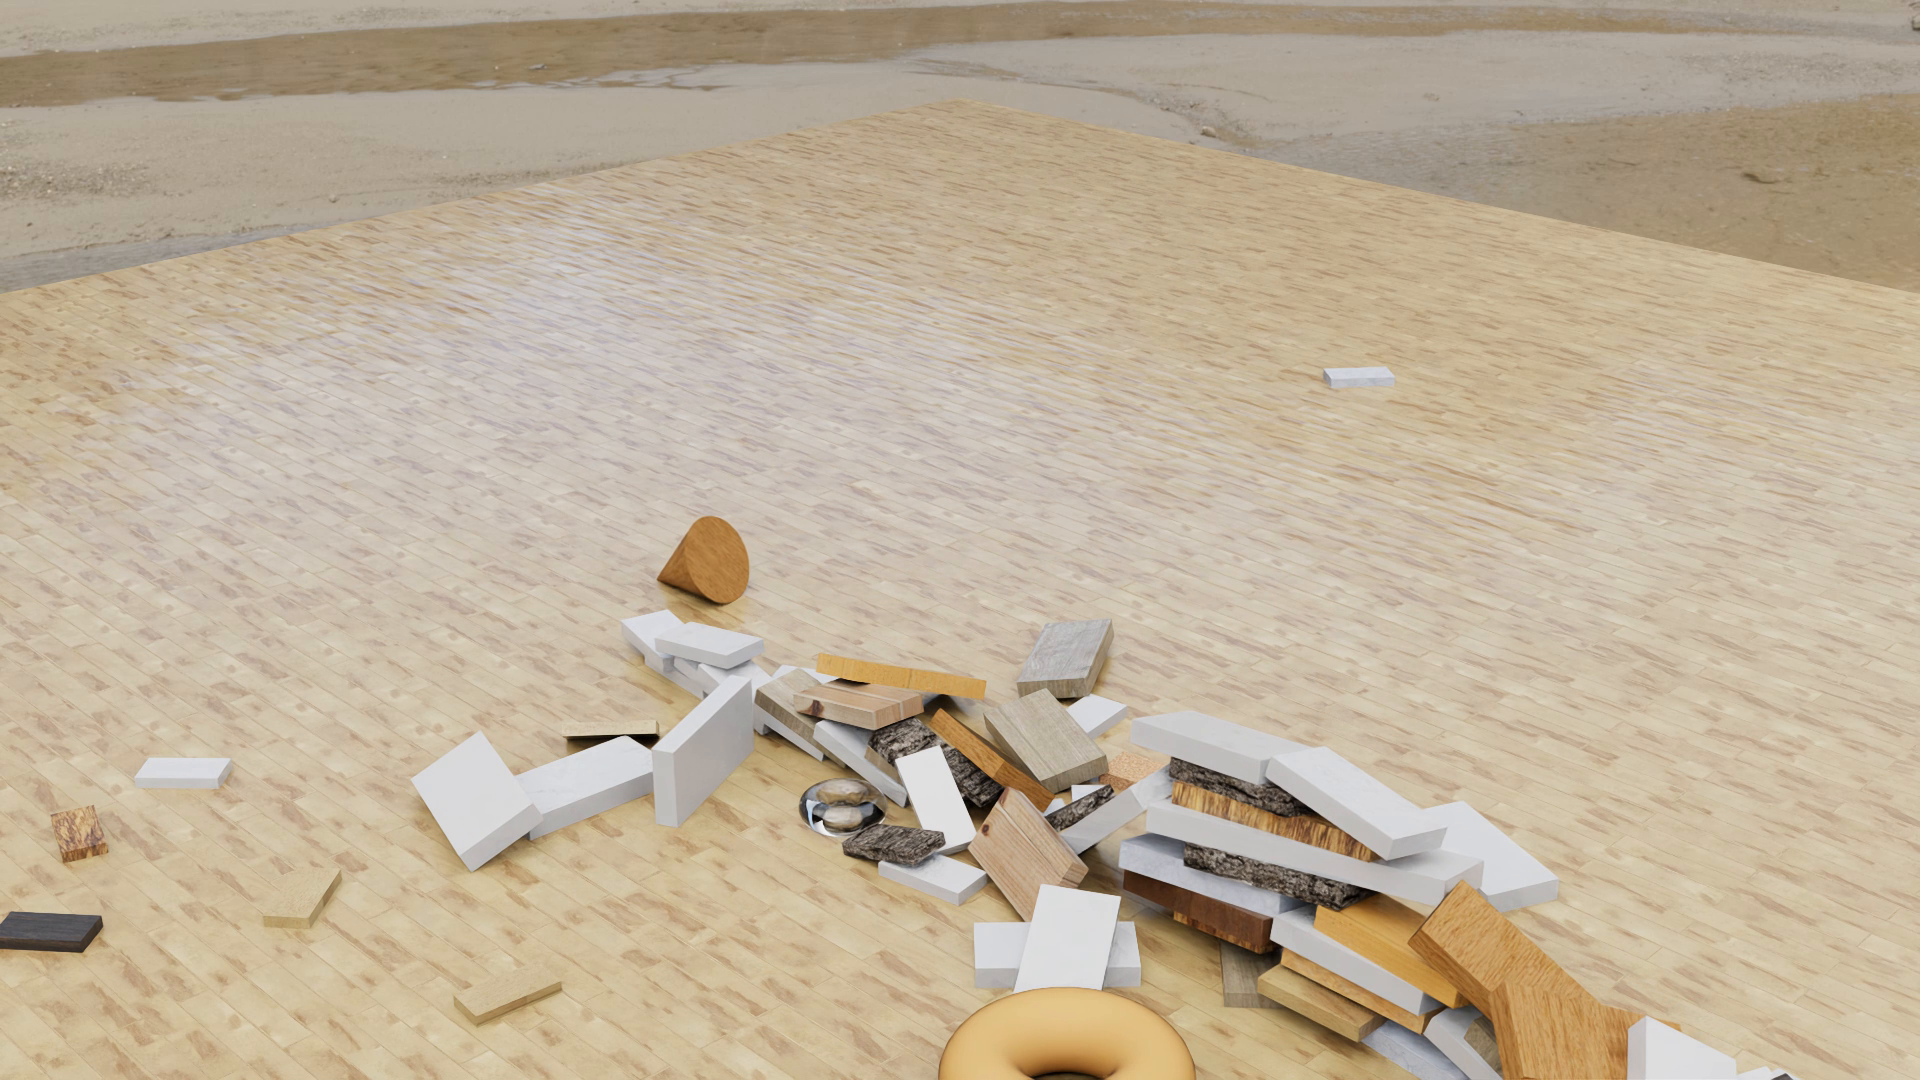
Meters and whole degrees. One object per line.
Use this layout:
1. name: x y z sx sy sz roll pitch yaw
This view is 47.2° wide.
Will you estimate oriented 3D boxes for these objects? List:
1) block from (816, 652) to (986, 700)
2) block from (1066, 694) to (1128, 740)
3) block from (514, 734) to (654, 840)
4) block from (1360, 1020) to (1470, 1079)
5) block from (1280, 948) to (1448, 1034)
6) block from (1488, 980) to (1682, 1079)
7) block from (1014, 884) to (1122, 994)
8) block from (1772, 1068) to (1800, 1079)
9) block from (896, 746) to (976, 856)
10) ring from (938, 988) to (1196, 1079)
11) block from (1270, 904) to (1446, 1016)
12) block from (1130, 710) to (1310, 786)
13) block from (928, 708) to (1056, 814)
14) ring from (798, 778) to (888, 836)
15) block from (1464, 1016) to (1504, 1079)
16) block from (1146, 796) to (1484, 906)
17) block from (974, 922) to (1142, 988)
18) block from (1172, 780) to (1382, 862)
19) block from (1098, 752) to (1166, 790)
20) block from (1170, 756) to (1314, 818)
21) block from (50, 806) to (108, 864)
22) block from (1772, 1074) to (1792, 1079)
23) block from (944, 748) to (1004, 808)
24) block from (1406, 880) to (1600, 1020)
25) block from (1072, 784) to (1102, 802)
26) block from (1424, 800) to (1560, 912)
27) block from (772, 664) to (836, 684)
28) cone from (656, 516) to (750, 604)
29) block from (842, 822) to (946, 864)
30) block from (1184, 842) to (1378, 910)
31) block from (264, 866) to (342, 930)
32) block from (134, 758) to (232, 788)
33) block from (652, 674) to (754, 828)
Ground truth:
1. block: -0.127 0.298 4.797 0.345 0.043 0.152 11 -2 -35
2. block: 0.266 0.398 4.788 0.099 0.028 0.209 16 28 33
3. block: -0.780 0.504 4.510 0.341 0.048 0.171 -19 30 -38
4. block: 0.776 0.836 3.738 0.145 0.041 0.455 -17 28 -34
5. block: 0.712 0.750 3.766 0.145 0.041 0.291 -7 21 -45
6. block: 0.994 0.808 3.441 0.333 0.047 0.166 16 44 -17
7. block: 0.187 0.736 3.866 0.146 0.041 0.292 8 39 9
8. block: 1.377 0.927 3.541 0.099 0.028 0.197 -18 29 -36
9. block: -0.046 0.518 4.352 0.095 0.027 0.226 -17 55 -11
10. ring: 0.172 0.867 3.541 0.417 0.139 0.417 -1 22 0
11. block: 0.702 0.708 3.750 0.157 0.044 0.313 -6 20 -44
12. block: 0.480 0.375 4.002 0.159 0.045 0.319 -4 12 -40
13. block: 0.063 0.449 4.500 0.152 0.043 0.303 37 -2 -31
14. ring: -0.235 0.537 4.420 0.181 0.060 0.181 1 22 0
15. block: 0.980 0.874 3.496 0.158 0.045 0.342 -16 47 -35
16. block: 0.617 0.536 3.868 0.573 0.047 0.166 10 11 35
17. block: 0.172 0.745 3.953 0.292 0.041 0.146 0 23 -1
18. block: 0.587 0.485 3.894 0.418 0.041 0.144 12 12 41
19. block: 0.401 0.497 4.552 0.203 0.029 0.102 15 27 31
20. block: 0.529 0.432 3.942 0.144 0.041 0.288 -4 12 -39
21. block: -1.747 0.582 4.359 0.083 0.024 0.166 -12 26 -26
22. block: 1.304 0.896 3.406 0.072 0.020 0.162 -18 32 -15
23. block: 0.016 0.478 4.425 0.138 0.020 0.069 37 39 25
24. block: 0.887 0.708 3.545 0.317 0.045 0.158 43 43 13
25. block: 0.263 0.540 4.463 0.069 0.020 0.138 0 23 1
26. block: 0.995 0.613 4.259 0.159 0.045 0.319 -9 25 -20
27. block: -0.325 0.329 4.949 0.203 0.029 0.102 7 24 17
28. cone: -0.679 0.074 5.461 0.221 0.221 0.221 -17 10 37
29. block: -0.129 0.590 4.273 0.189 0.027 0.094 0 19 42
30. block: 0.571 0.577 3.885 0.313 0.044 0.157 11 12 37
31. block: -1.237 0.673 4.143 0.086 0.024 0.173 2 23 5
32. block: -1.618 0.486 4.584 0.173 0.024 0.086 0 23 1
33. block: -0.525 0.431 4.527 0.048 0.171 0.351 9 24 19
